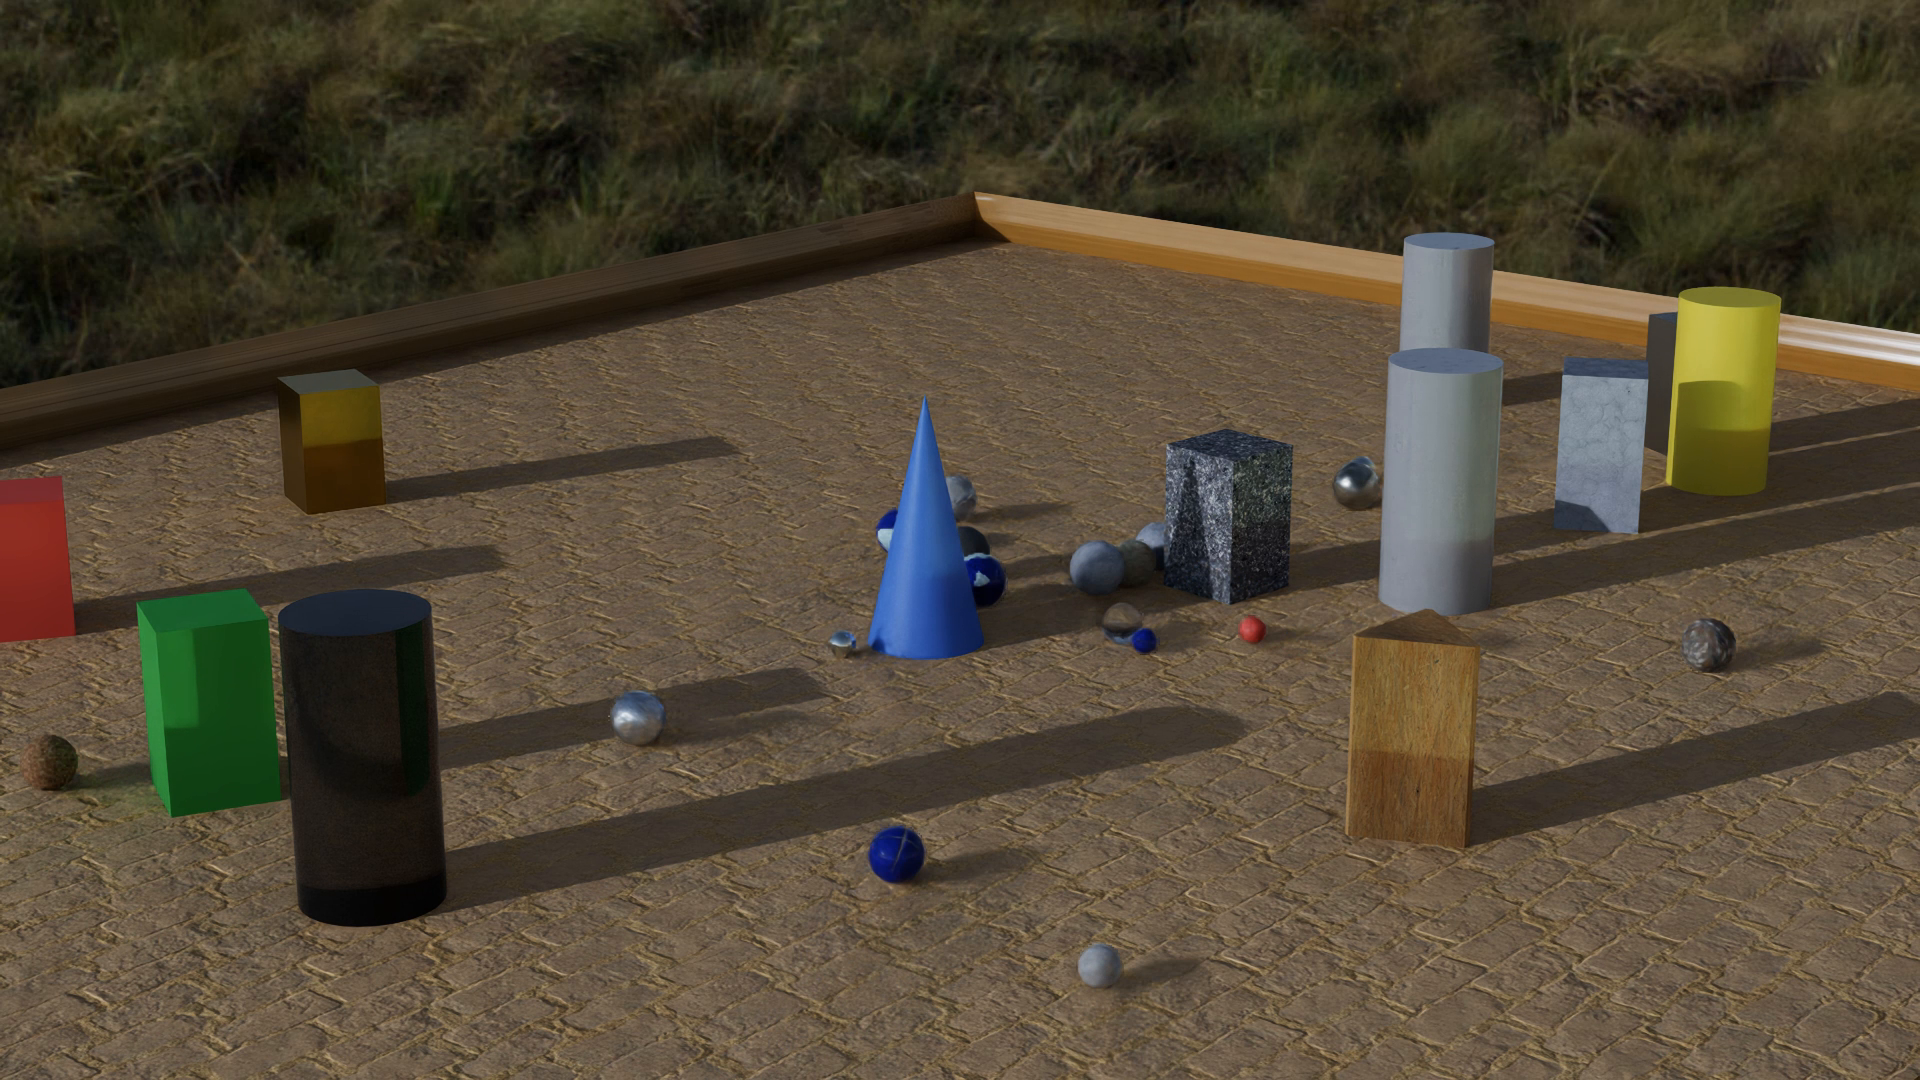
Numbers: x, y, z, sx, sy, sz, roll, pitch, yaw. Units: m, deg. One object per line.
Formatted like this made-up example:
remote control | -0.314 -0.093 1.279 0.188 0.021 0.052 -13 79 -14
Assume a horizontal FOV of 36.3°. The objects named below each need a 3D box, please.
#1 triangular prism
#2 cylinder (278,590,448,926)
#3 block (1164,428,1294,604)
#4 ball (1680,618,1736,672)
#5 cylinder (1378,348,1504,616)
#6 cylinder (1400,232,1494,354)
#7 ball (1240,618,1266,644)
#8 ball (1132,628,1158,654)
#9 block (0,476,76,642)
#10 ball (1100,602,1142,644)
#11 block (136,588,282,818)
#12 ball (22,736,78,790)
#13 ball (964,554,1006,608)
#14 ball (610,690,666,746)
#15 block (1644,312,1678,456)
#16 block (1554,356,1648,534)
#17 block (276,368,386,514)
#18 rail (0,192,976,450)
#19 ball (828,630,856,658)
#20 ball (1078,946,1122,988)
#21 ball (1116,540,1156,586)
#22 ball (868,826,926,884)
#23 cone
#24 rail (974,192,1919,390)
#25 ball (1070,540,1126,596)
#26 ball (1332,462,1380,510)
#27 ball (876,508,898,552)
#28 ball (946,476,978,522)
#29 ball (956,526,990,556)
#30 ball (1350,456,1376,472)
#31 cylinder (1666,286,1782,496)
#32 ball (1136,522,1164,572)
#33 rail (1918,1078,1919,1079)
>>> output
triangular prism | 0.638 0.257 4.090 0.168 0.292 0.146 5 17 15
cylinder | -0.777 0.282 3.825 0.194 0.396 0.194 0 17 0
block | 0.470 -0.043 5.143 0.155 0.258 0.155 -15 23 -41
ball | 1.209 0.169 4.737 0.086 0.086 0.086 0 17 0
cylinder | 0.826 -0.102 5.048 0.194 0.425 0.194 0 17 0
cylinder | 1.059 -0.475 6.399 0.194 0.360 0.194 0 17 0
ball | 0.487 0.150 4.875 0.043 0.043 0.043 0 17 0
ball | 0.304 0.166 4.826 0.041 0.041 0.041 0 17 0
block | -1.580 0.032 4.930 0.155 0.237 0.155 -5 18 -17
ball | 0.269 0.139 4.865 0.070 0.070 0.070 0 17 0
block | -1.077 0.231 4.204 0.155 0.275 0.155 -8 18 -24
ball | -1.318 0.322 4.245 0.078 0.078 0.078 0 17 0
ball | 0.032 0.070 5.050 0.095 0.095 0.095 0 17 0
ball | -0.484 0.268 4.415 0.083 0.083 0.083 0 17 0
block | 1.516 -0.318 6.021 0.155 0.277 0.155 -6 18 -20
block | 1.209 -0.180 5.532 0.155 0.296 0.155 4 17 12
block | -1.216 -0.192 5.672 0.155 0.237 0.155 -9 19 -27
rail | -1.592 -0.368 6.444 0.045 0.126 5.035 14 22 39
ball | -0.193 0.171 4.802 0.046 0.046 0.046 0 17 0
ball | 0.172 0.526 3.612 0.053 0.053 0.053 0 17 0
ball | 0.305 0.039 5.177 0.081 0.081 0.081 0 17 0
ball | -0.085 0.421 3.919 0.076 0.076 0.076 0 17 0
cone | -0.057 -0.035 4.830 0.194 0.424 0.194 0 17 0
rail | 1.635 -0.512 6.923 4.265 0.126 0.045 14 22 39
ball | 0.240 0.049 5.117 0.097 0.097 0.097 0 17 0
ball | 0.762 -0.104 5.634 0.091 0.091 0.091 0 17 0
ball | -0.110 -0.014 5.341 0.087 0.087 0.087 0 17 0
ball | -0.012 -0.078 5.551 0.089 0.089 0.089 0 17 0
ball | 0.005 0.023 5.204 0.096 0.096 0.096 0 17 0
ball | 0.796 -0.139 5.812 0.055 0.055 0.055 0 17 0
cylinder | 1.501 -0.294 5.771 0.194 0.376 0.194 0 17 0
ball | 0.358 0.011 5.255 0.089 0.089 0.089 0 17 0
rail | 1.592 0.431 3.797 0.045 0.126 5.035 14 22 39
